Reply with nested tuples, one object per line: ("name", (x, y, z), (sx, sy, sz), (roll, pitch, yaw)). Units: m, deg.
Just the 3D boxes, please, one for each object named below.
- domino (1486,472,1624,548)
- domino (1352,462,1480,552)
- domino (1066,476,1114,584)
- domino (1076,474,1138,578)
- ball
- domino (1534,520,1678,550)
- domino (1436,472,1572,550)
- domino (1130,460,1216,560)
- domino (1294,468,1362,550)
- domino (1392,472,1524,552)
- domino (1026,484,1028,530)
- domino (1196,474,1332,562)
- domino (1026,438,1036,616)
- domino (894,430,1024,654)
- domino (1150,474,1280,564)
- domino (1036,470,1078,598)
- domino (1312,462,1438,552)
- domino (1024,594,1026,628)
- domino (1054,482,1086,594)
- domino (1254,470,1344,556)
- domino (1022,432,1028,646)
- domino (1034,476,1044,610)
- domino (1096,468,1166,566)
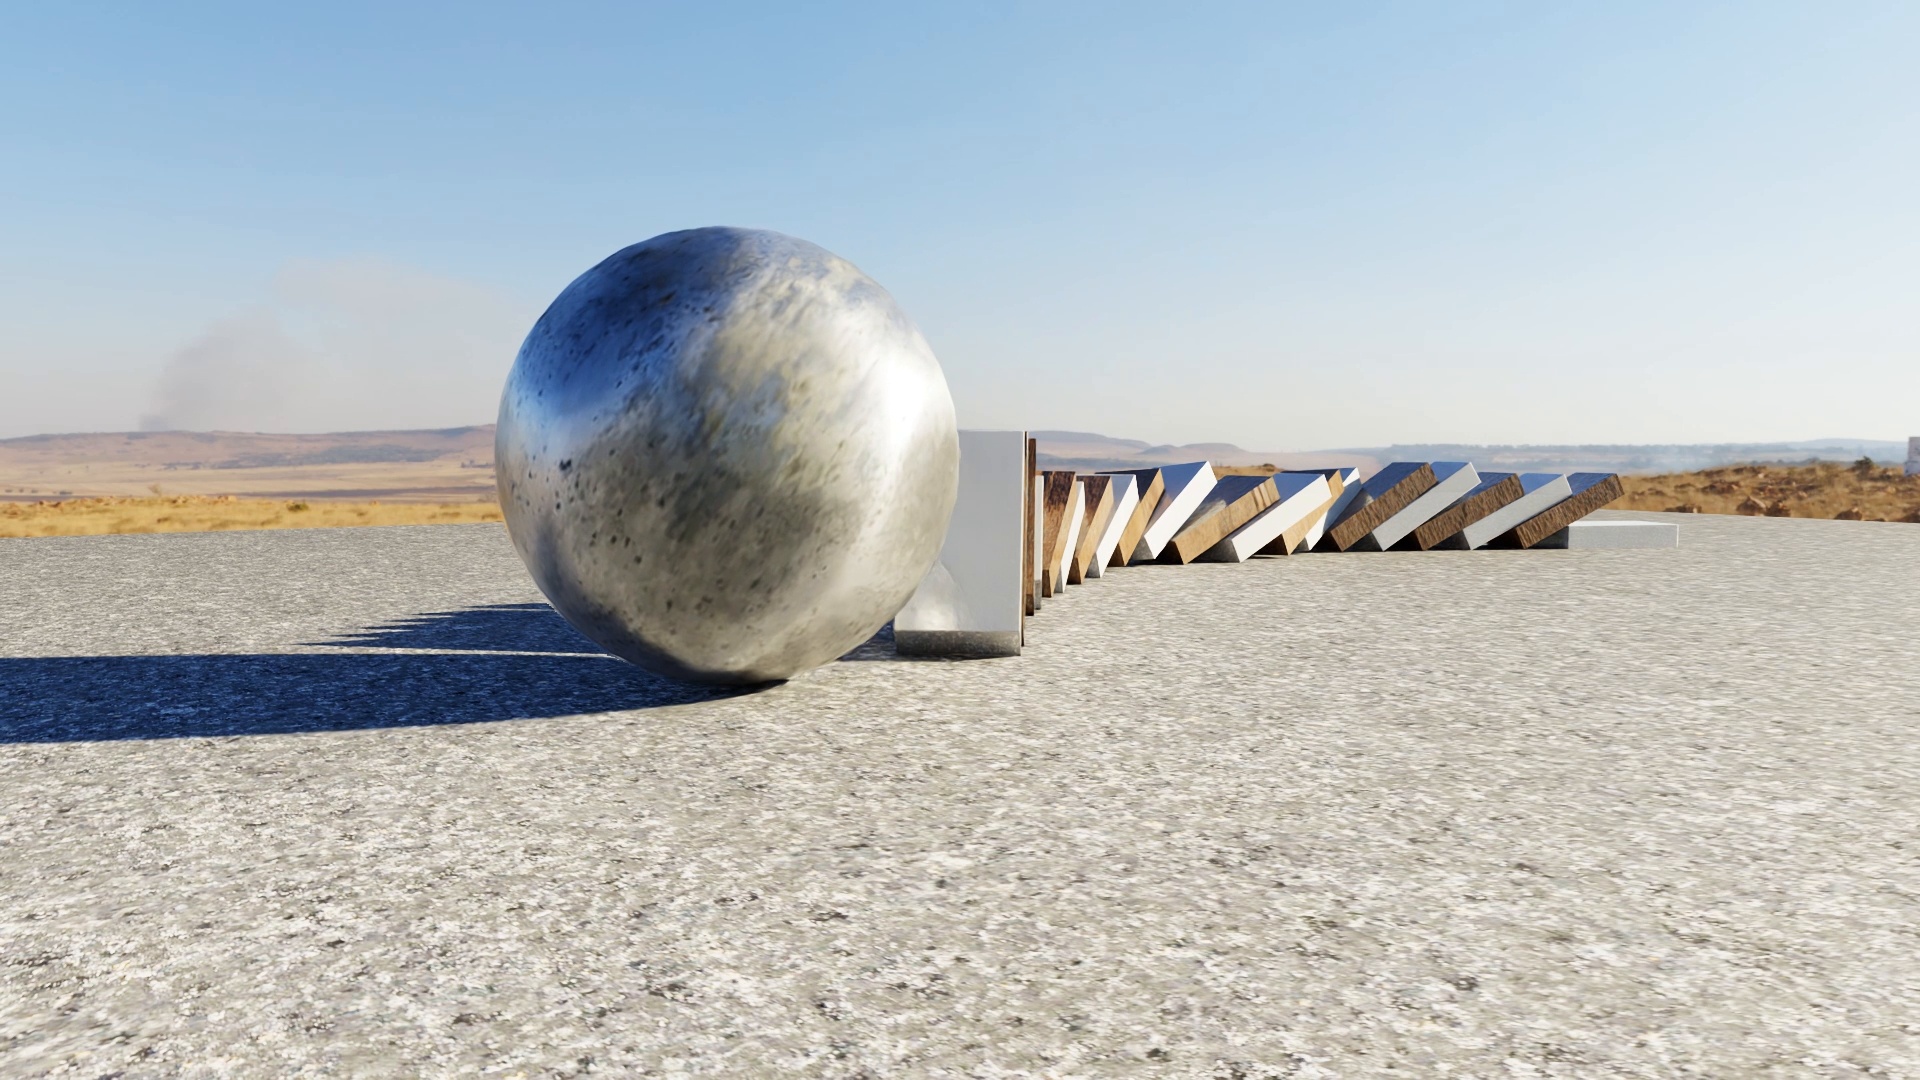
("domino", (0.244, -0.013, 0.531), (0.050, 0.010, 0.025), (-27, 8, -8))
("domino", (0.182, -0.014, 0.520), (0.050, 0.010, 0.025), (-34, 10, -7))
("domino", (0.032, -0.004, 0.410), (0.025, 0.010, 0.050), (1, 32, 19))
("domino", (0.041, -0.006, 0.429), (0.025, 0.010, 0.050), (2, 33, 23))
("ball", (-0.040, -0.015, 0.227), (0.080, 0.080, 0.080), (0, 4, 0))
("domino", (0.268, -0.002, 0.535), (0.050, 0.009, 0.025), (-1, 4, -10))
("domino", (0.222, -0.012, 0.528), (0.050, 0.010, 0.025), (-27, 9, -8))
("domino", (0.070, -0.011, 0.467), (0.025, 0.009, 0.050), (-5, 31, 44))
("domino", (0.139, -0.013, 0.517), (0.025, 0.009, 0.050), (-1, 30, 45))
("domino", (0.201, -0.012, 0.524), (0.050, 0.010, 0.025), (-28, 9, -9))
("domino", (0.004, -0.004, 0.317), (0.025, 0.050, 0.010), (0, -33, 4))
("domino", (0.112, -0.009, 0.479), (0.050, 0.010, 0.025), (-32, 19, -24))
("domino", (0.007, -0.004, 0.330), (0.025, 0.050, 0.010), (0, -37, 4))
("domino", (0.001, 0.000, 0.270), (0.025, 0.050, 0.009), (0, -33, 4))
("domino", (0.090, -0.008, 0.471), (0.050, 0.010, 0.025), (-31, 18, -24))
("domino", (0.018, -0.003, 0.370), (0.025, 0.010, 0.050), (2, 35, 14))
("domino", (0.165, -0.014, 0.517), (0.050, 0.010, 0.025), (-34, 10, -9))
("domino", (0.003, -0.003, 0.305), (0.025, 0.050, 0.010), (0, -33, 4))
("domino", (0.022, -0.002, 0.388), (0.025, 0.010, 0.050), (1, 31, 13))
("domino", (0.127, -0.011, 0.499), (0.025, 0.009, 0.050), (1, 31, 44))
("domino", (0.002, -0.001, 0.281), (0.025, 0.050, 0.010), (0, -33, 4))
("domino", (0.010, 0.000, 0.349), (0.025, 0.010, 0.050), (0, 35, 4))
("domino", (0.053, -0.008, 0.450), (0.025, 0.010, 0.050), (-2, 31, 29))
